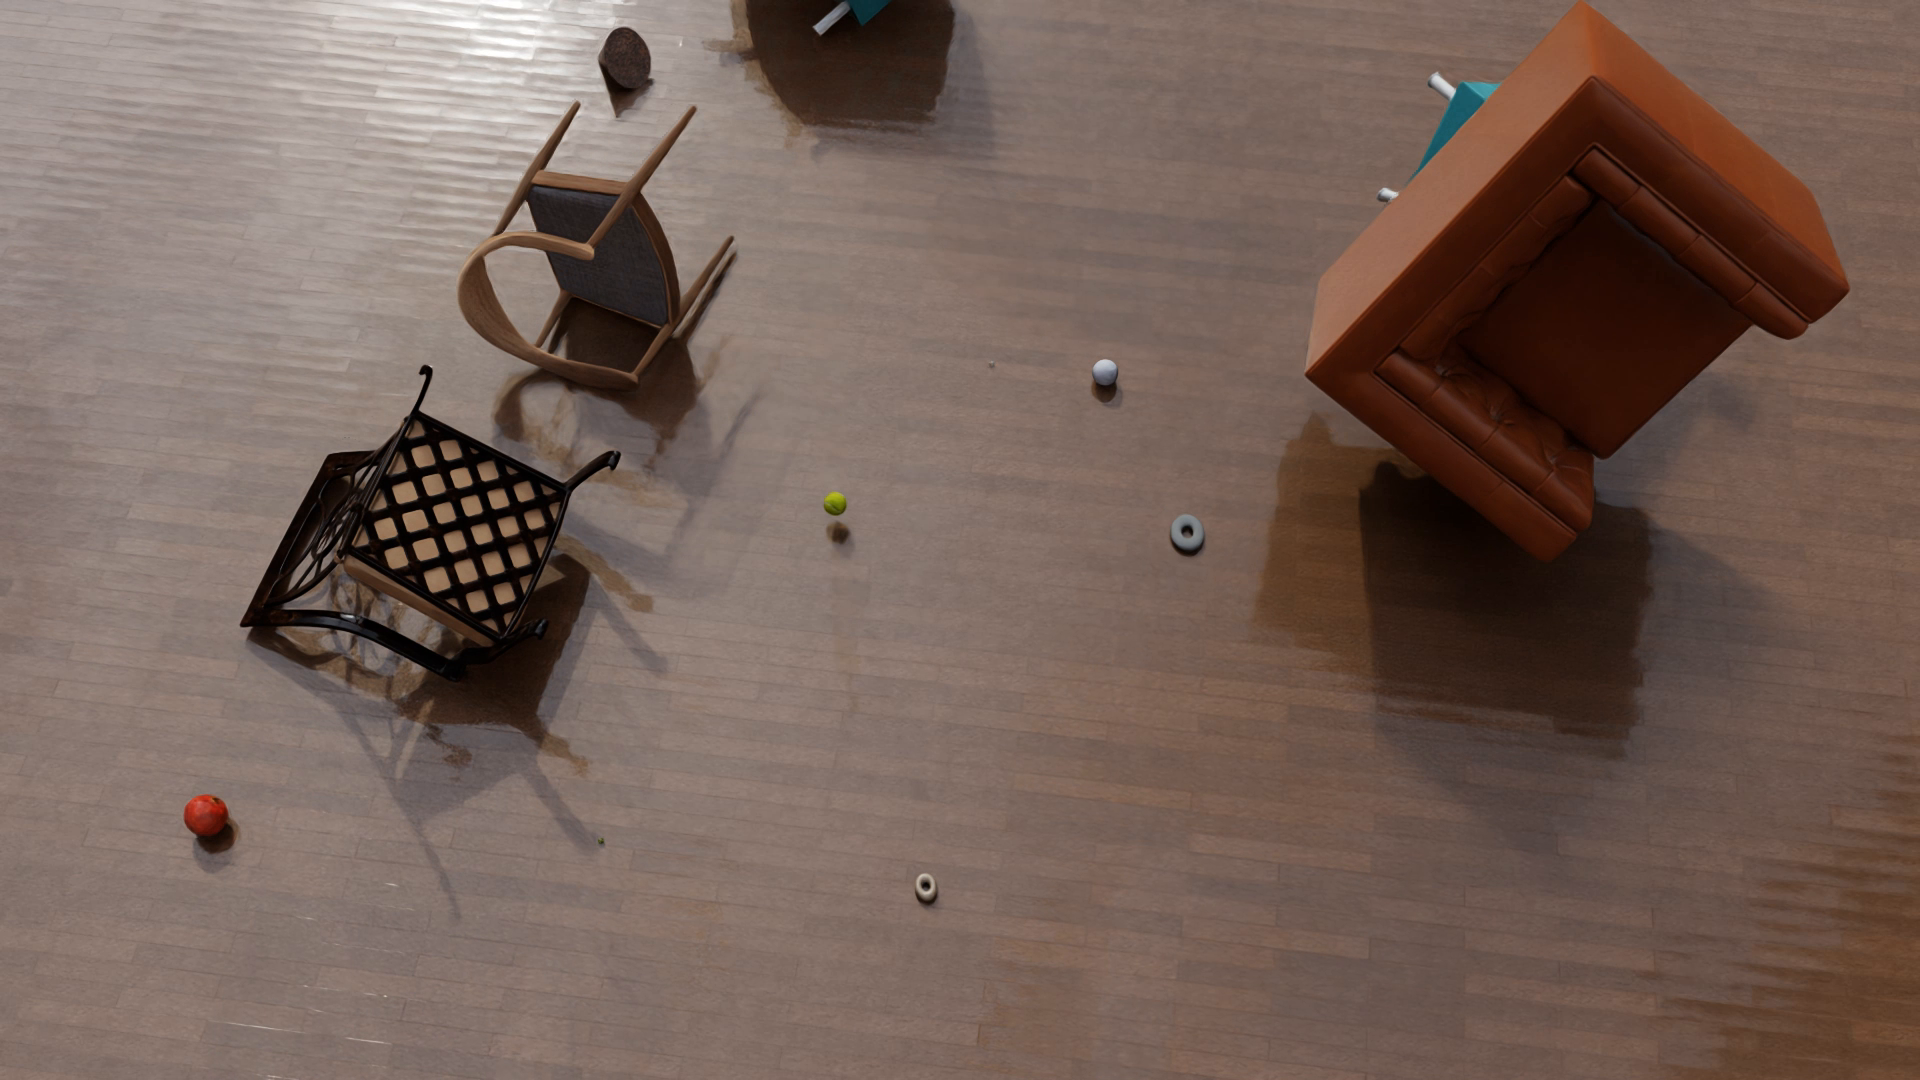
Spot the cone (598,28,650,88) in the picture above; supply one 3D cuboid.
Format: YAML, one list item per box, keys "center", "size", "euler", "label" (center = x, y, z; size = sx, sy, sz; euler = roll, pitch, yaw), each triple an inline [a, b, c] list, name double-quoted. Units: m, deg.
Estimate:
- center: [-1.209, -1.674, 7.641]
  size: [0.188, 0.216, 0.182]
  euler: [13, 51, 45]
  label: "cone"

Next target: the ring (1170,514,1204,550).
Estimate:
- center: [0.679, -0.022, 6.572]
  size: [0.102, 0.029, 0.130]
  euler: [-2, 56, 0]
  label: "ring"

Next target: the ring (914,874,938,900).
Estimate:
- center: [-0.092, 0.936, 5.929]
  size: [0.061, 0.028, 0.081]
  euler: [-10, 56, -5]
  label: "ring"

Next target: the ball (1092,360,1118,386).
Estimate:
- center: [0.454, -0.524, 6.876]
  size: [0.082, 0.082, 0.082]
  euler: [0, 56, 0]
  label: "ball"
